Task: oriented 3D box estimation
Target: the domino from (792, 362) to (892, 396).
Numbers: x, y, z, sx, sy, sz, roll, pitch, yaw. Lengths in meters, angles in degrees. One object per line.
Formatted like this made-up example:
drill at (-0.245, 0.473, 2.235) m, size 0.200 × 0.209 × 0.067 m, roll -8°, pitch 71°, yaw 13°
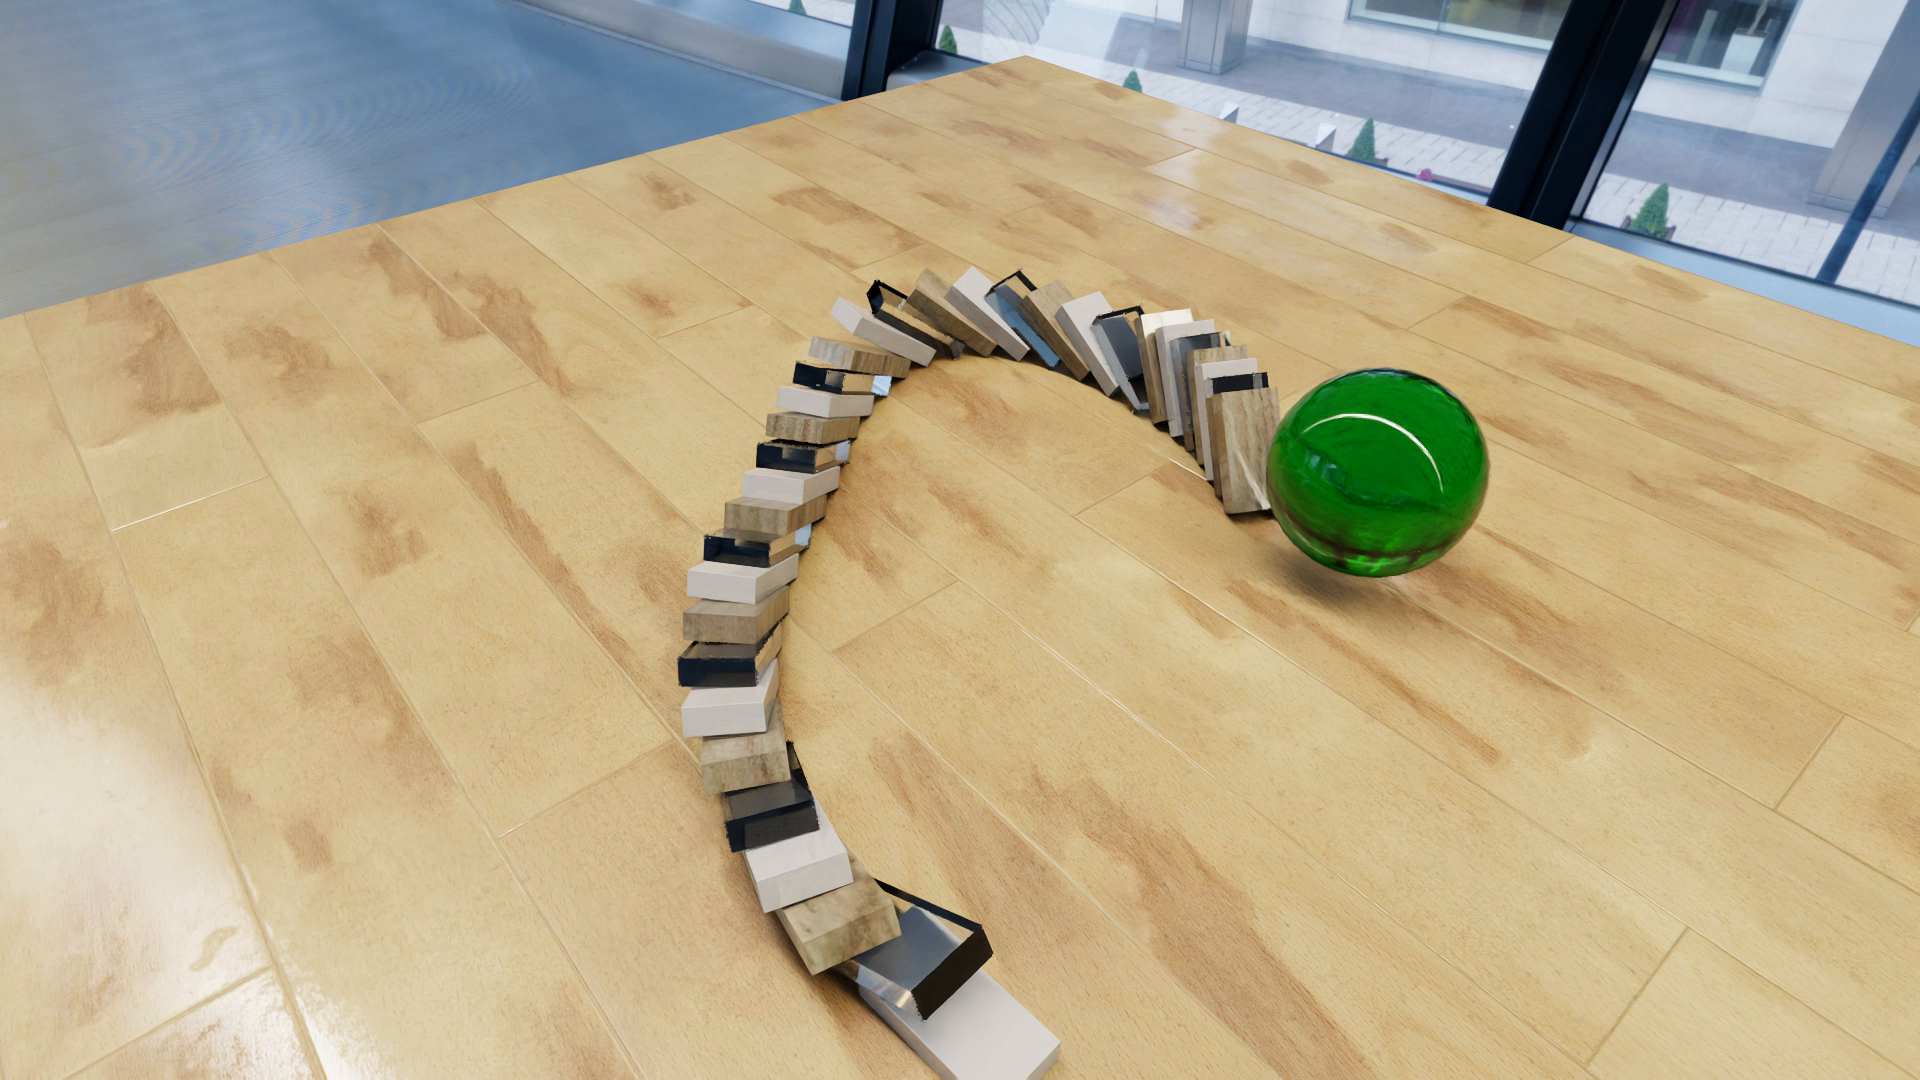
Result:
domino at (-0.055, -0.075, 0.517) m, size 0.025 × 0.010 × 0.050 m, roll 16°, pitch 12°, yaw 19°

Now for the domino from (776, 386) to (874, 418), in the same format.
domino at (-0.061, -0.063, 0.502) m, size 0.025 × 0.009 × 0.050 m, roll 13°, pitch 11°, yaw 15°

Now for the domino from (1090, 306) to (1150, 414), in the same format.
domino at (0.085, -0.088, 0.531) m, size 0.025 × 0.010 × 0.050 m, roll -17°, pitch 73°, yaw -20°

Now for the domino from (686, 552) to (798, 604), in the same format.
domino at (-0.080, 0.012, 0.410) m, size 0.025 × 0.010 × 0.050 m, roll 7°, pitch 10°, yaw 8°

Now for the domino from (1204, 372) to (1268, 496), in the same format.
domino at (0.120, -0.045, 0.470) m, size 0.025 × 0.050 × 0.009 m, roll -7°, pitch 3°, yaw -9°

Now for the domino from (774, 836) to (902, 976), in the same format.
domino at (-0.037, 0.099, 0.305) m, size 0.025 × 0.009 × 0.050 m, roll -18°, pitch 14°, yaw -21°

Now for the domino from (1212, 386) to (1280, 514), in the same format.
domino at (0.122, -0.038, 0.461) m, size 0.025 × 0.050 × 0.009 m, roll -7°, pitch 3°, yaw -9°

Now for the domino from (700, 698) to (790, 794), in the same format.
domino at (-0.068, 0.064, 0.347) m, size 0.025 × 0.009 × 0.050 m, roll -8°, pitch 11°, yaw -10°

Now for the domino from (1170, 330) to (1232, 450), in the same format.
domino at (0.112, -0.067, 0.497) m, size 0.025 × 0.050 × 0.009 m, roll -10°, pitch 3°, yaw -12°

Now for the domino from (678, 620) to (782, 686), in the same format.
domino at (-0.078, 0.038, 0.378) m, size 0.025 × 0.009 × 0.050 m, roll 0°, pitch 10°, yaw 0°

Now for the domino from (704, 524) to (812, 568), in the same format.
domino at (-0.077, 0.000, 0.425) m, size 0.025 × 0.010 × 0.050 m, roll 7°, pitch 10°, yaw 9°

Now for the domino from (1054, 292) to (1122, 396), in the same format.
domino at (0.071, -0.097, 0.543) m, size 0.025 × 0.010 × 0.050 m, roll -25°, pitch 77°, yaw -27°

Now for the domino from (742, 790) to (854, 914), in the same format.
domino at (-0.050, 0.088, 0.318) m, size 0.025 × 0.009 × 0.050 m, roll -15°, pitch 13°, yaw -17°

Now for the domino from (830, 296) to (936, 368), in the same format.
domino at (-0.038, -0.103, 0.548) m, size 0.050 × 0.009 × 0.025 m, roll 16°, pitch 22°, yaw -44°

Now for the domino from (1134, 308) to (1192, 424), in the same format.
domino at (0.099, -0.081, 0.515) m, size 0.025 × 0.050 × 0.009 m, roll -10°, pitch -1°, yaw -12°

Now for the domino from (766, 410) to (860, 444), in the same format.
domino at (-0.064, -0.050, 0.487) m, size 0.025 × 0.010 × 0.050 m, roll 9°, pitch 11°, yaw 11°

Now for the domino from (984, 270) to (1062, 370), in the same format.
domino at (0.038, -0.113, 0.561) m, size 0.050 × 0.010 × 0.025 m, roll 47°, pitch 51°, yaw 4°

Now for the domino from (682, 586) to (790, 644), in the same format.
domino at (-0.079, 0.026, 0.394) m, size 0.025 × 0.010 × 0.050 m, roll 3°, pitch 10°, yaw 4°

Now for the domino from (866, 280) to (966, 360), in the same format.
domino at (-0.022, -0.112, 0.558) m, size 0.050 × 0.010 × 0.025 m, roll 23°, pitch 29°, yaw -30°

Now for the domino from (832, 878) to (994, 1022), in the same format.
domino at (-0.017, 0.107, 0.293) m, size 0.025 × 0.010 × 0.050 m, roll -33°, pitch 20°, yaw -34°

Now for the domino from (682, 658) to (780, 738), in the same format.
domino at (-0.075, 0.051, 0.362) m, size 0.025 × 0.010 × 0.050 m, roll -4°, pitch 10°, yaw -4°

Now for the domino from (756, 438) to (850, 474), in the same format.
domino at (-0.066, -0.037, 0.471) m, size 0.025 × 0.010 × 0.050 m, roll 7°, pitch 12°, yaw 9°

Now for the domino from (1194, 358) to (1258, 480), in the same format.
domino at (0.118, -0.052, 0.479) m, size 0.025 × 0.050 × 0.009 m, roll -8°, pitch 3°, yaw -9°

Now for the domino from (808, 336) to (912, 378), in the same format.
domino at (-0.048, -0.088, 0.532) m, size 0.025 × 0.010 × 0.050 m, roll 23°, pitch 14°, yaw 26°

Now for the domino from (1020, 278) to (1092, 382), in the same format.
domino at (0.055, -0.106, 0.553) m, size 0.025 × 0.009 × 0.050 m, roll -32°, pitch 81°, yaw -34°

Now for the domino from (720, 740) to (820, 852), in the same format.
domino at (-0.059, 0.076, 0.332) m, size 0.025 × 0.010 × 0.050 m, roll -12°, pitch 12°, yaw -14°

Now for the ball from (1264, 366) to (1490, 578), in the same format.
ball at (0.158, -0.026, 0.419) m, size 0.080 × 0.080 × 0.080 m, roll 0°, pitch 39°, yaw 0°

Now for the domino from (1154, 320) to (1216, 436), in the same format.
domino at (0.107, -0.074, 0.506) m, size 0.025 × 0.050 × 0.009 m, roll -10°, pitch 3°, yaw -12°

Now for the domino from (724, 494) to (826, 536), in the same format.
domino at (-0.073, -0.012, 0.440) m, size 0.025 × 0.010 × 0.050 m, roll 7°, pitch 11°, yaw 9°

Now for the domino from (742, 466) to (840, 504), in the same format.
domino at (-0.069, -0.025, 0.456) m, size 0.025 × 0.009 × 0.050 m, roll 7°, pitch 11°, yaw 9°

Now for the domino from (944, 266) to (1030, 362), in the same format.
domino at (0.018, -0.117, 0.565) m, size 0.050 × 0.009 × 0.025 m, roll 40°, pitch 44°, yaw -4°

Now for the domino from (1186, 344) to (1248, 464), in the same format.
domino at (0.116, -0.060, 0.488) m, size 0.025 × 0.050 × 0.010 m, roll -8°, pitch 3°, yaw -9°

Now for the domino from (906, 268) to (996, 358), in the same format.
domino at (-0.002, -0.117, 0.566) m, size 0.050 × 0.009 × 0.025 m, roll 33°, pitch 38°, yaw -13°

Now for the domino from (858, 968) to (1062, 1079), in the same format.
domino at (-0.001, 0.126, 0.290) m, size 0.050 × 0.009 × 0.025 m, roll 32°, pitch 49°, yaw 33°
